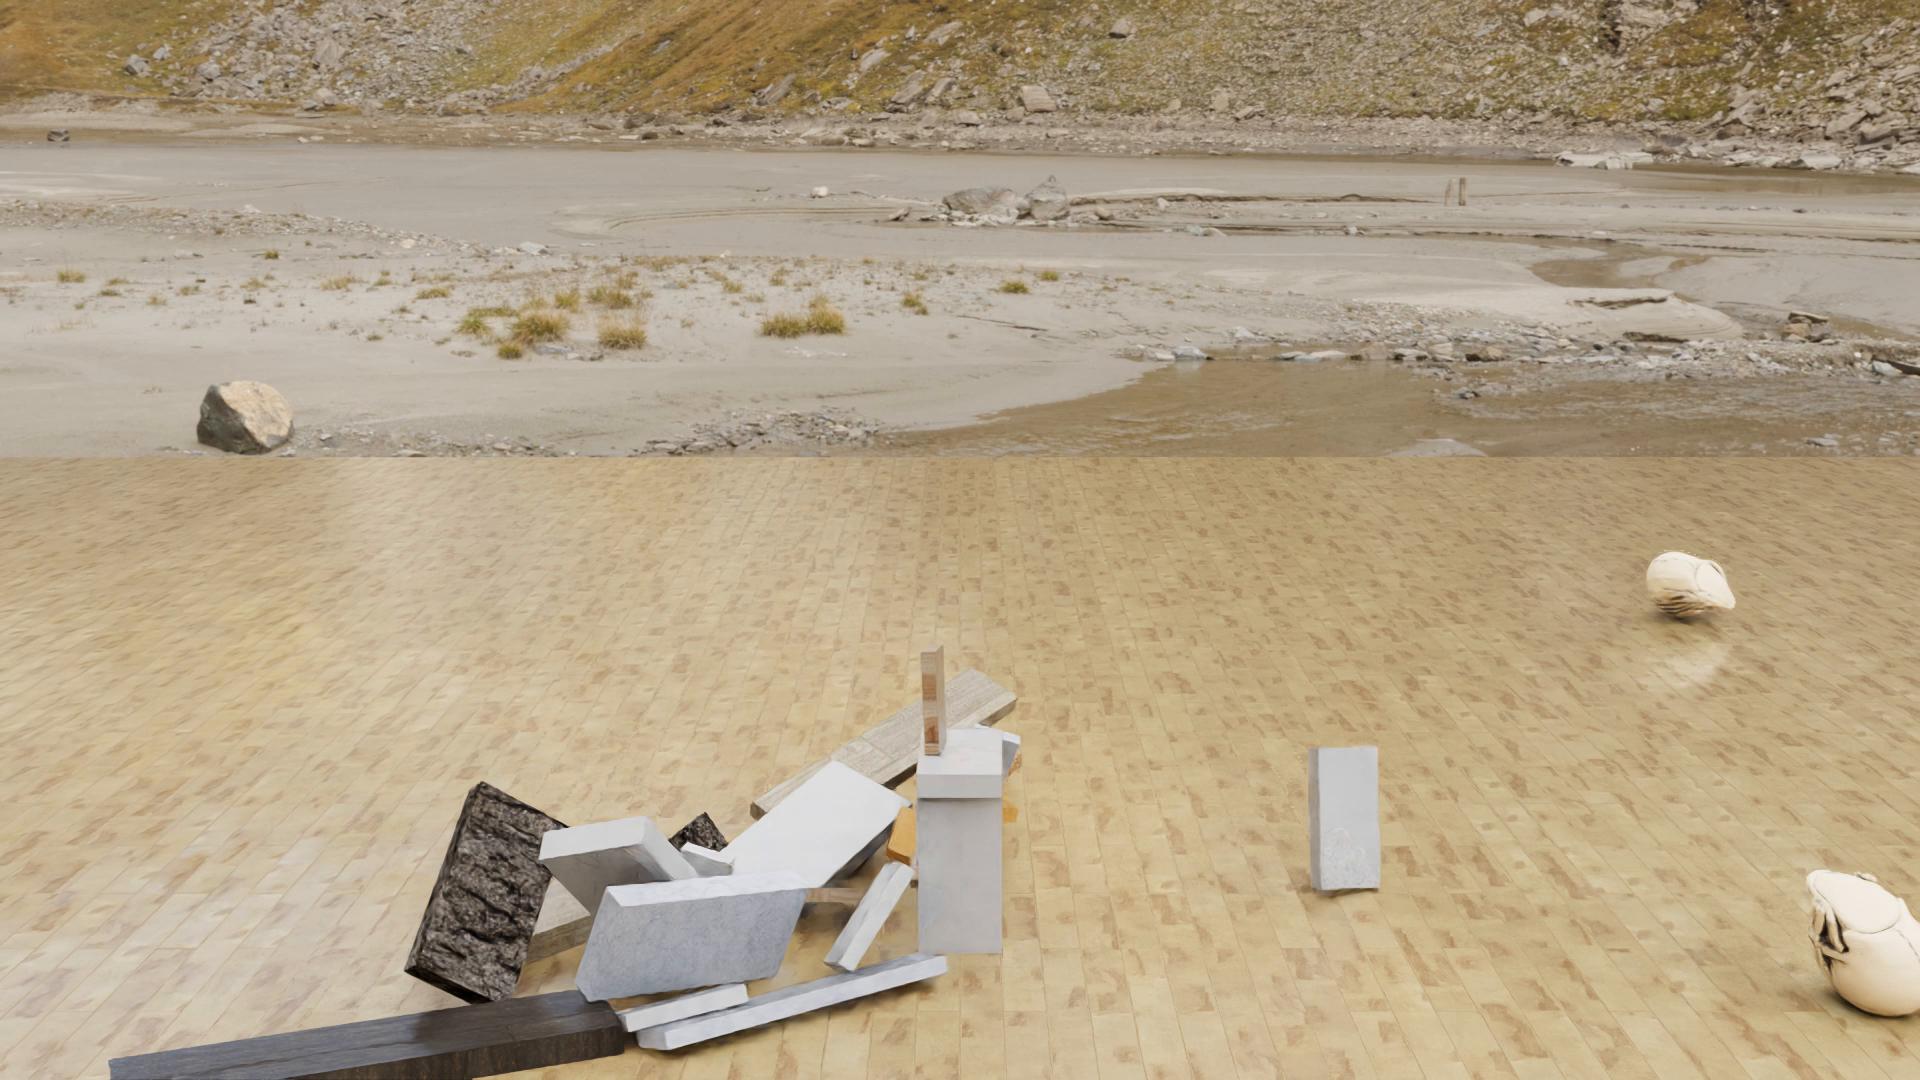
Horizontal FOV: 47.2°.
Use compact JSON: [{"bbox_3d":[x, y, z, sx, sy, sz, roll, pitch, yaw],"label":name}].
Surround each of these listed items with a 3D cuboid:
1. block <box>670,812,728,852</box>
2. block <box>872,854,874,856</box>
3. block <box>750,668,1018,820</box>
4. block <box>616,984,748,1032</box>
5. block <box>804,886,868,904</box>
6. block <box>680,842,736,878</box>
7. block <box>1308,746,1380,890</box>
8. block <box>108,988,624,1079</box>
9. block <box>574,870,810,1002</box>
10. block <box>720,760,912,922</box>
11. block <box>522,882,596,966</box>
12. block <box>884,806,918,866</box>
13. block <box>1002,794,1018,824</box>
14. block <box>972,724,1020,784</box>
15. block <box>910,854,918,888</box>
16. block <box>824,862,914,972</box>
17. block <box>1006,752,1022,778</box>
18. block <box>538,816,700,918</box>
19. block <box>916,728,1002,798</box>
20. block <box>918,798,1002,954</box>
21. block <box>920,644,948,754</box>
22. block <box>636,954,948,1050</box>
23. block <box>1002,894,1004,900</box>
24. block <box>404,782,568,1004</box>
[{"bbox_3d":[-0.457,0.528,3.587,0.166,0.083,0.023,-37,5,-26],"label":"block"},{"bbox_3d":[-0.269,0.547,3.810,0.117,0.033,0.233,8,13,38],"label":"block"},{"bbox_3d":[-0.128,0.390,4.011,0.117,0.033,0.607,32,39,27],"label":"block"},{"bbox_3d":[-0.397,0.660,3.102,0.176,0.025,0.088,-9,-7,-24],"label":"block"},{"bbox_3d":[-0.188,0.569,3.511,0.080,0.023,0.159,-5,-12,36],"label":"block"},{"bbox_3d":[-0.395,0.552,3.378,0.083,0.166,0.023,15,23,16],"label":"block"},{"bbox_3d":[0.643,0.464,3.679,0.117,0.233,0.033,1,-5,-24],"label":"block"},{"bbox_3d":[-0.795,0.698,2.970,0.656,0.043,0.151,-4,11,-22],"label":"block"},{"bbox_3d":[-0.385,0.570,3.187,0.327,0.163,0.046,2,27,-41],"label":"block"},{"bbox_3d":[-0.249,0.505,3.679,0.163,0.046,0.422,27,28,16],"label":"block"},{"bbox_3d":[-0.677,0.609,3.450,0.151,0.043,0.302,8,13,37],"label":"block"},{"bbox_3d":[-0.088,0.503,3.732,0.059,0.017,0.117,25,33,-4],"label":"block"},{"bbox_3d":[0.030,0.477,4.004,0.100,0.028,0.200,0,7,-14],"label":"block"},{"bbox_3d":[0.027,0.402,3.637,0.080,0.207,0.023,17,27,-8],"label":"block"},{"bbox_3d":[-0.024,0.544,3.628,0.117,0.017,0.058,-3,36,2],"label":"block"},{"bbox_3d":[-0.136,0.565,3.295,0.025,0.176,0.088,37,-18,-10],"label":"block"},{"bbox_3d":[0.039,0.442,4.231,0.100,0.028,0.200,4,11,20],"label":"block"},{"bbox_3d":[-0.463,0.518,3.223,0.163,0.327,0.046,-11,49,17],"label":"block"},{"bbox_3d":[0.001,0.348,3.449,0.130,0.037,0.259,0,10,1],"label":"block"},{"bbox_3d":[-0.001,0.509,3.395,0.130,0.259,0.037,0,12,0],"label":"block"},{"bbox_3d":[-0.041,0.247,3.444,0.023,0.159,0.080,-1,7,9],"label":"block"},{"bbox_3d":[-0.234,0.660,3.159,0.472,0.025,0.088,-8,-3,-36],"label":"block"},{"bbox_3d":[0.013,0.519,3.698,0.109,0.031,0.218,-4,36,1],"label":"block"},{"bbox_3d":[-0.688,0.520,3.209,0.151,0.302,0.043,33,-42,-25],"label":"block"}]
